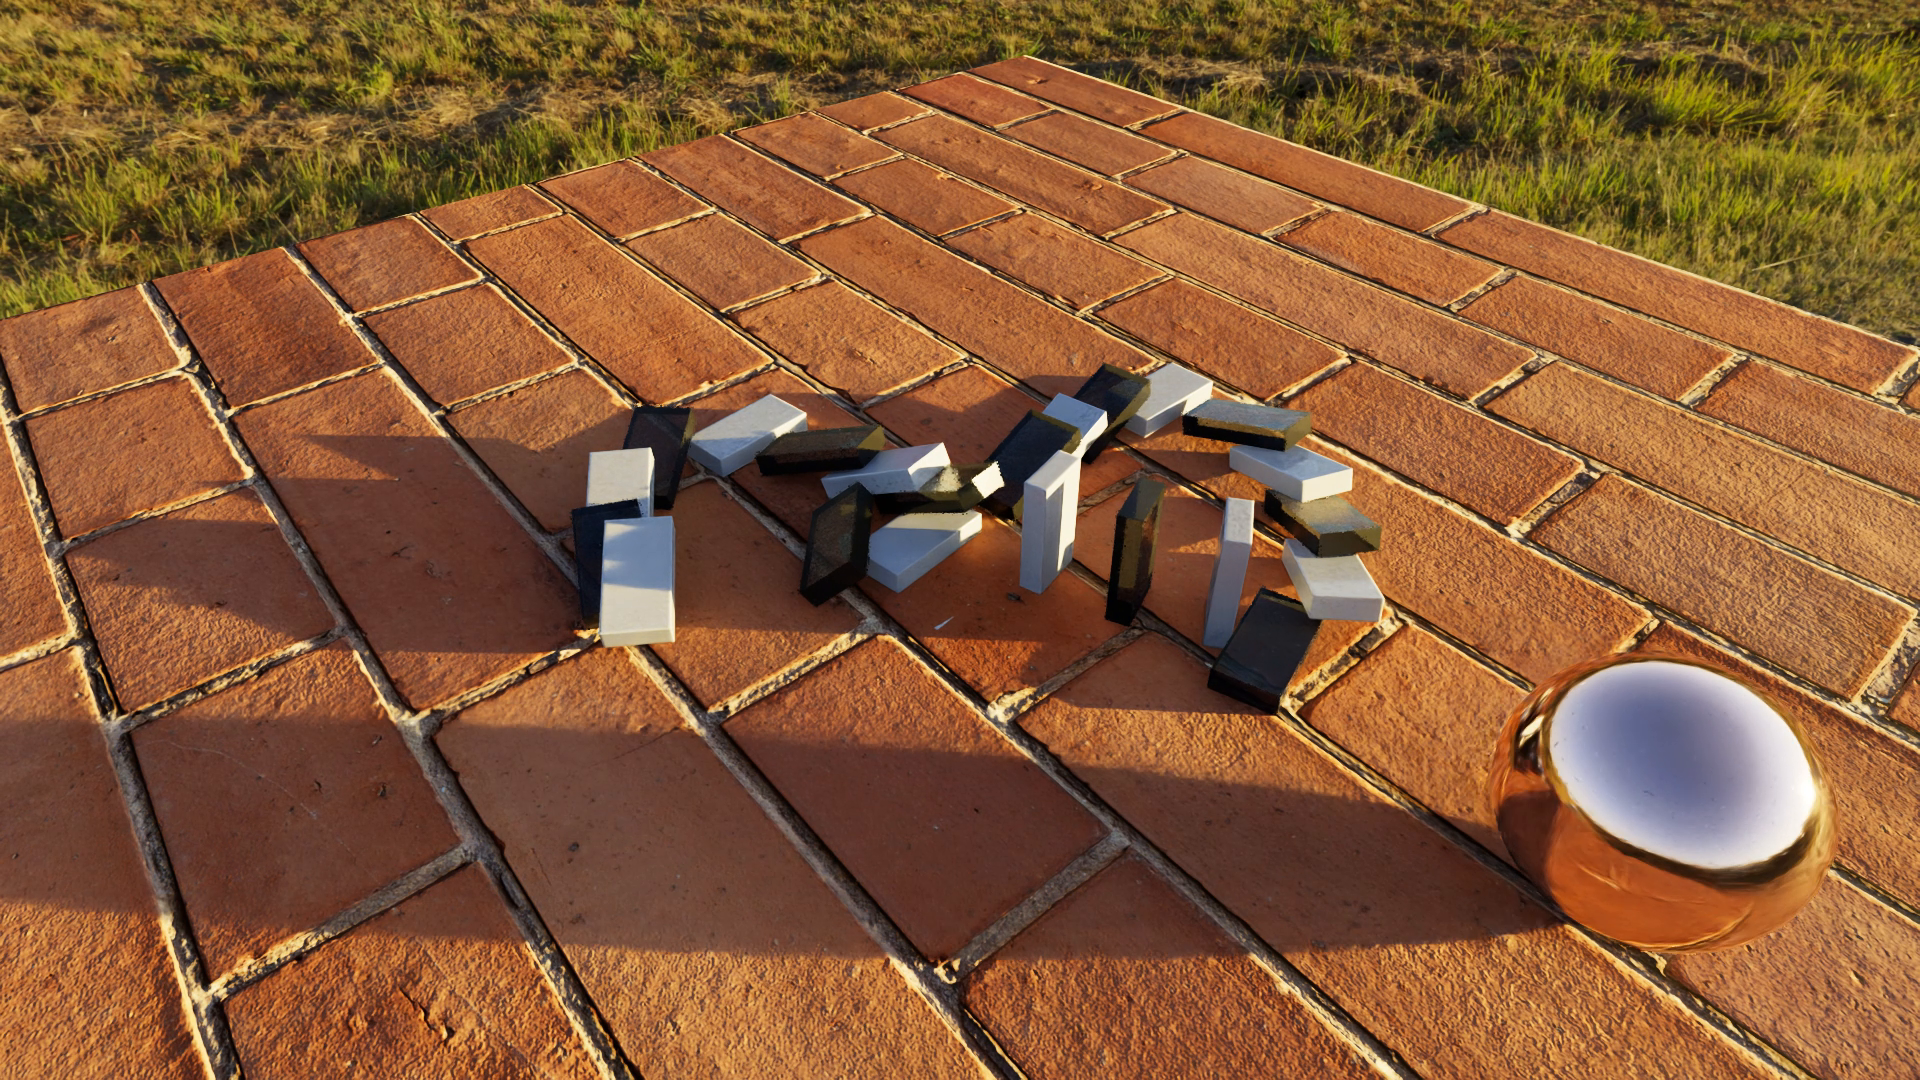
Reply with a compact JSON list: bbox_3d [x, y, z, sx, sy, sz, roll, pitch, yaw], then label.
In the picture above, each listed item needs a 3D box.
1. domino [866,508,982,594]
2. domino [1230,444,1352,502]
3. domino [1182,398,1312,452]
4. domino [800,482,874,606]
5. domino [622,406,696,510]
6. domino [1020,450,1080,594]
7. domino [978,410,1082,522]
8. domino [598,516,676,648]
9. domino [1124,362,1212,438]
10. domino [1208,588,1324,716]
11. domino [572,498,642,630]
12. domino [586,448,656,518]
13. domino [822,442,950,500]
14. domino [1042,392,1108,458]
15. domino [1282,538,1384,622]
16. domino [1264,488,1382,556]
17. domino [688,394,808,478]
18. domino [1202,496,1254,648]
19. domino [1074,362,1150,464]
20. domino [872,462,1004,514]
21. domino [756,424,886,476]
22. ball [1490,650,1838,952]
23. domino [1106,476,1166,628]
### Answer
[{"bbox_3d":[-0.017,0.000,0.444,0.025,0.010,0.050,29,47,30],"label":"domino"},{"bbox_3d":[0.140,-0.031,0.470,0.025,0.010,0.050,-14,25,-18],"label":"domino"},{"bbox_3d":[0.129,-0.052,0.496,0.050,0.009,0.025,16,34,39],"label":"domino"},{"bbox_3d":[-0.048,0.001,0.432,0.025,0.009,0.050,-31,33,23],"label":"domino"},{"bbox_3d":[-0.133,-0.036,0.478,0.025,0.010,0.050,2,54,3],"label":"domino"},{"bbox_3d":[0.034,-0.006,0.419,0.010,0.050,0.025,23,45,26],"label":"domino"},{"bbox_3d":[0.027,-0.032,0.467,0.025,0.009,0.050,26,62,28],"label":"domino"},{"bbox_3d":[-0.119,0.015,0.408,0.025,0.010,0.050,-4,55,-8],"label":"domino"},{"bbox_3d":[0.095,-0.068,0.526,0.050,0.009,0.025,-31,48,-32],"label":"domino"},{"bbox_3d":[0.111,0.039,0.396,0.025,0.010,0.050,22,44,24],"label":"domino"},{"bbox_3d":[-0.133,0.009,0.422,0.025,0.010,0.050,-10,57,-12],"label":"domino"},{"bbox_3d":[-0.139,-0.015,0.450,0.025,0.010,0.050,-5,56,-6],"label":"domino"},{"bbox_3d":[-0.031,-0.029,0.461,0.050,0.009,0.025,-3,27,39],"label":"domino"},{"bbox_3d":[0.041,-0.041,0.484,0.025,0.009,0.050,26,62,29],"label":"domino"},{"bbox_3d":[0.140,0.014,0.416,0.025,0.010,0.050,2,24,3],"label":"domino"},{"bbox_3d":[0.145,-0.009,0.443,0.025,0.009,0.050,-6,23,-7],"label":"domino"},{"bbox_3d":[-0.097,-0.048,0.503,0.025,0.010,0.050,29,48,31],"label":"domino"},{"bbox_3d":[0.097,0.012,0.396,0.010,0.050,0.025,9,40,10],"label":"domino"},{"bbox_3d":[0.063,-0.059,0.505,0.025,0.009,0.050,28,62,29],"label":"domino"},{"bbox_3d":[-0.010,-0.021,0.447,0.050,0.010,0.025,1,29,45],"label":"domino"},{"bbox_3d":[-0.060,-0.039,0.477,0.050,0.009,0.025,-3,27,24],"label":"domino"},{"bbox_3d":[0.190,0.071,0.302,0.080,0.080,0.080,0,39,0],"label":"ball"},{"bbox_3d":[0.064,0.005,0.406,0.010,0.050,0.025,17,42,20],"label":"domino"}]
